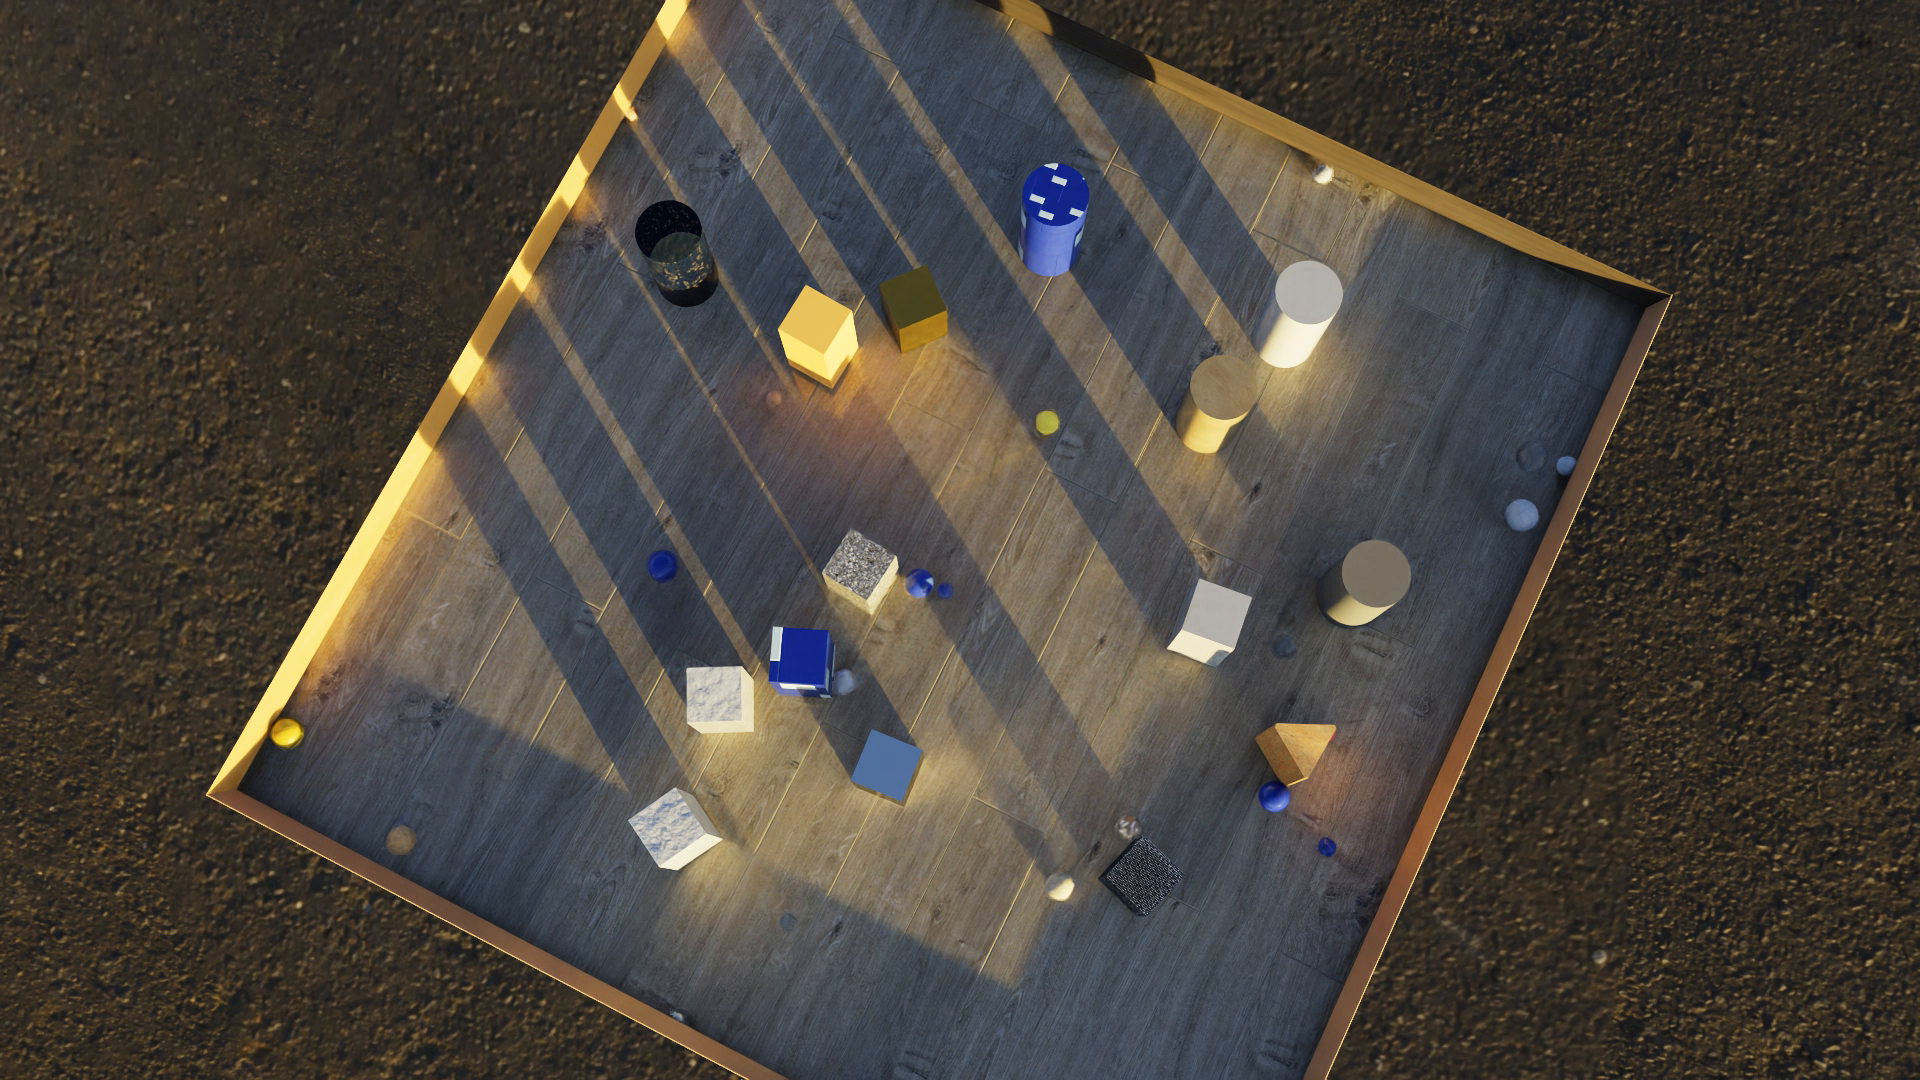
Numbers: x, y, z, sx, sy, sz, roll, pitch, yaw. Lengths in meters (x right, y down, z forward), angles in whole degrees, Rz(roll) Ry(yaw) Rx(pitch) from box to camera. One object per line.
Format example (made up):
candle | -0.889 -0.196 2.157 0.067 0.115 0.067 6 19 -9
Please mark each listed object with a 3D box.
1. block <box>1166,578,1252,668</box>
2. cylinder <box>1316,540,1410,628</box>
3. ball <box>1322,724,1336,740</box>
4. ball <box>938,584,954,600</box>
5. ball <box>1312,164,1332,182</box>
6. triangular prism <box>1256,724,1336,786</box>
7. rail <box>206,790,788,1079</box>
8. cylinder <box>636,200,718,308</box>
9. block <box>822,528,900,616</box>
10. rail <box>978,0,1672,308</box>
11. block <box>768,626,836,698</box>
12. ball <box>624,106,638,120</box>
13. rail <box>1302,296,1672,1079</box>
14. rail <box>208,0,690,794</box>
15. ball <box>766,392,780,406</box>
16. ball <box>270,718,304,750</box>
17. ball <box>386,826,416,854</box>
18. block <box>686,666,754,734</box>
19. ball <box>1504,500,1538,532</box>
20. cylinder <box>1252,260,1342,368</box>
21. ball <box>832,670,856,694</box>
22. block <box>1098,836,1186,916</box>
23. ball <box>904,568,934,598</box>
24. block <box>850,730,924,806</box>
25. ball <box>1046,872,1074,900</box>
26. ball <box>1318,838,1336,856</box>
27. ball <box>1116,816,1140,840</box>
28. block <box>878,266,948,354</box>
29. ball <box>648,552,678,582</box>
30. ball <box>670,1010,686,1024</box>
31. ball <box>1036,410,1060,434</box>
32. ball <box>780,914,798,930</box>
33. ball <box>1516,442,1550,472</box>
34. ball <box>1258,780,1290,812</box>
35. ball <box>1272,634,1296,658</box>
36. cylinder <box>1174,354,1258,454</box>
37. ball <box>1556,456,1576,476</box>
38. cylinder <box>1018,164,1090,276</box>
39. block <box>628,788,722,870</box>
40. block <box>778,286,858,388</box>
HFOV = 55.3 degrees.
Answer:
block | 0.725 0.247 5.367 0.157 0.388 0.157 20 79 4
cylinder | 1.184 0.134 5.395 0.197 0.380 0.197 0 78 0
ball | 1.095 0.574 5.471 0.052 0.052 0.052 0 78 0
ball | -0.043 0.156 5.561 0.046 0.046 0.046 0 78 0
ball | 1.151 -1.166 5.827 0.060 0.060 0.060 0 78 0
triangular prism | 0.950 0.593 5.316 0.147 0.349 0.170 31 80 6
rail | -0.734 1.444 5.251 3.243 0.128 0.045 26 80 5
cylinder | -0.860 -0.869 5.594 0.197 0.396 0.197 0 78 0
block | -0.294 0.096 5.463 0.157 0.261 0.157 32 80 6
rail | 0.734 -1.431 5.846 3.243 0.128 0.045 26 80 5
block | -0.461 0.362 5.379 0.157 0.318 0.157 4 78 1
ball | -1.053 -1.369 5.876 0.046 0.046 0.046 0 78 0
rail | 1.429 0.707 5.404 0.045 0.128 3.330 26 80 5
rail | -1.429 -0.693 5.694 0.045 0.128 3.330 26 80 5
ball | -0.579 -0.436 5.683 0.046 0.046 0.046 0 78 0
ball | -2.000 0.576 5.449 0.095 0.095 0.095 0 78 0
ball | -1.643 0.881 5.392 0.083 0.083 0.083 0 78 0
block | -0.700 0.470 5.366 0.157 0.300 0.157 -2 78 0
ball | 1.711 -0.075 5.582 0.098 0.098 0.098 0 78 0
cylinder | 1.016 -0.677 5.541 0.197 0.423 0.197 0 78 0
ball | -0.347 0.425 5.489 0.076 0.076 0.076 0 78 0
block | 0.517 0.967 5.262 0.157 0.303 0.157 43 82 8
ball | -0.125 0.131 5.544 0.088 0.088 0.088 0 78 0
block | -0.208 0.667 5.339 0.157 0.274 0.157 22 79 4
ball | 0.292 1.012 5.366 0.081 0.081 0.081 0 78 0
ball | 1.079 0.903 5.403 0.053 0.053 0.053 0 78 0
ball | 0.497 0.848 5.404 0.073 0.073 0.073 0 78 0
block | -0.142 -0.708 5.641 0.157 0.240 0.157 -23 79 -5
ball | -0.900 0.082 5.552 0.093 0.093 0.093 0 78 0
ball | -0.818 1.387 5.306 0.045 0.045 0.045 0 78 0
ball | 0.269 -0.363 5.654 0.074 0.074 0.074 0 78 0
ball | -0.502 1.117 5.359 0.051 0.051 0.051 0 78 0
ball | 1.757 -0.255 5.621 0.095 0.095 0.095 0 78 0
ball | 0.928 0.757 5.412 0.095 0.095 0.095 0 78 0
ball | 0.976 0.319 5.513 0.073 0.073 0.073 0 78 0
cylinder | 0.765 -0.403 5.502 0.197 0.387 0.197 0 78 0
ball | 1.865 -0.227 5.632 0.062 0.062 0.062 0 78 0
cylinder | 0.282 -0.972 5.599 0.197 0.429 0.197 0 78 0
block | -0.813 0.833 5.262 0.157 0.357 0.157 -35 80 -7
block | -0.427 -0.611 5.561 0.157 0.356 0.157 30 80 6
